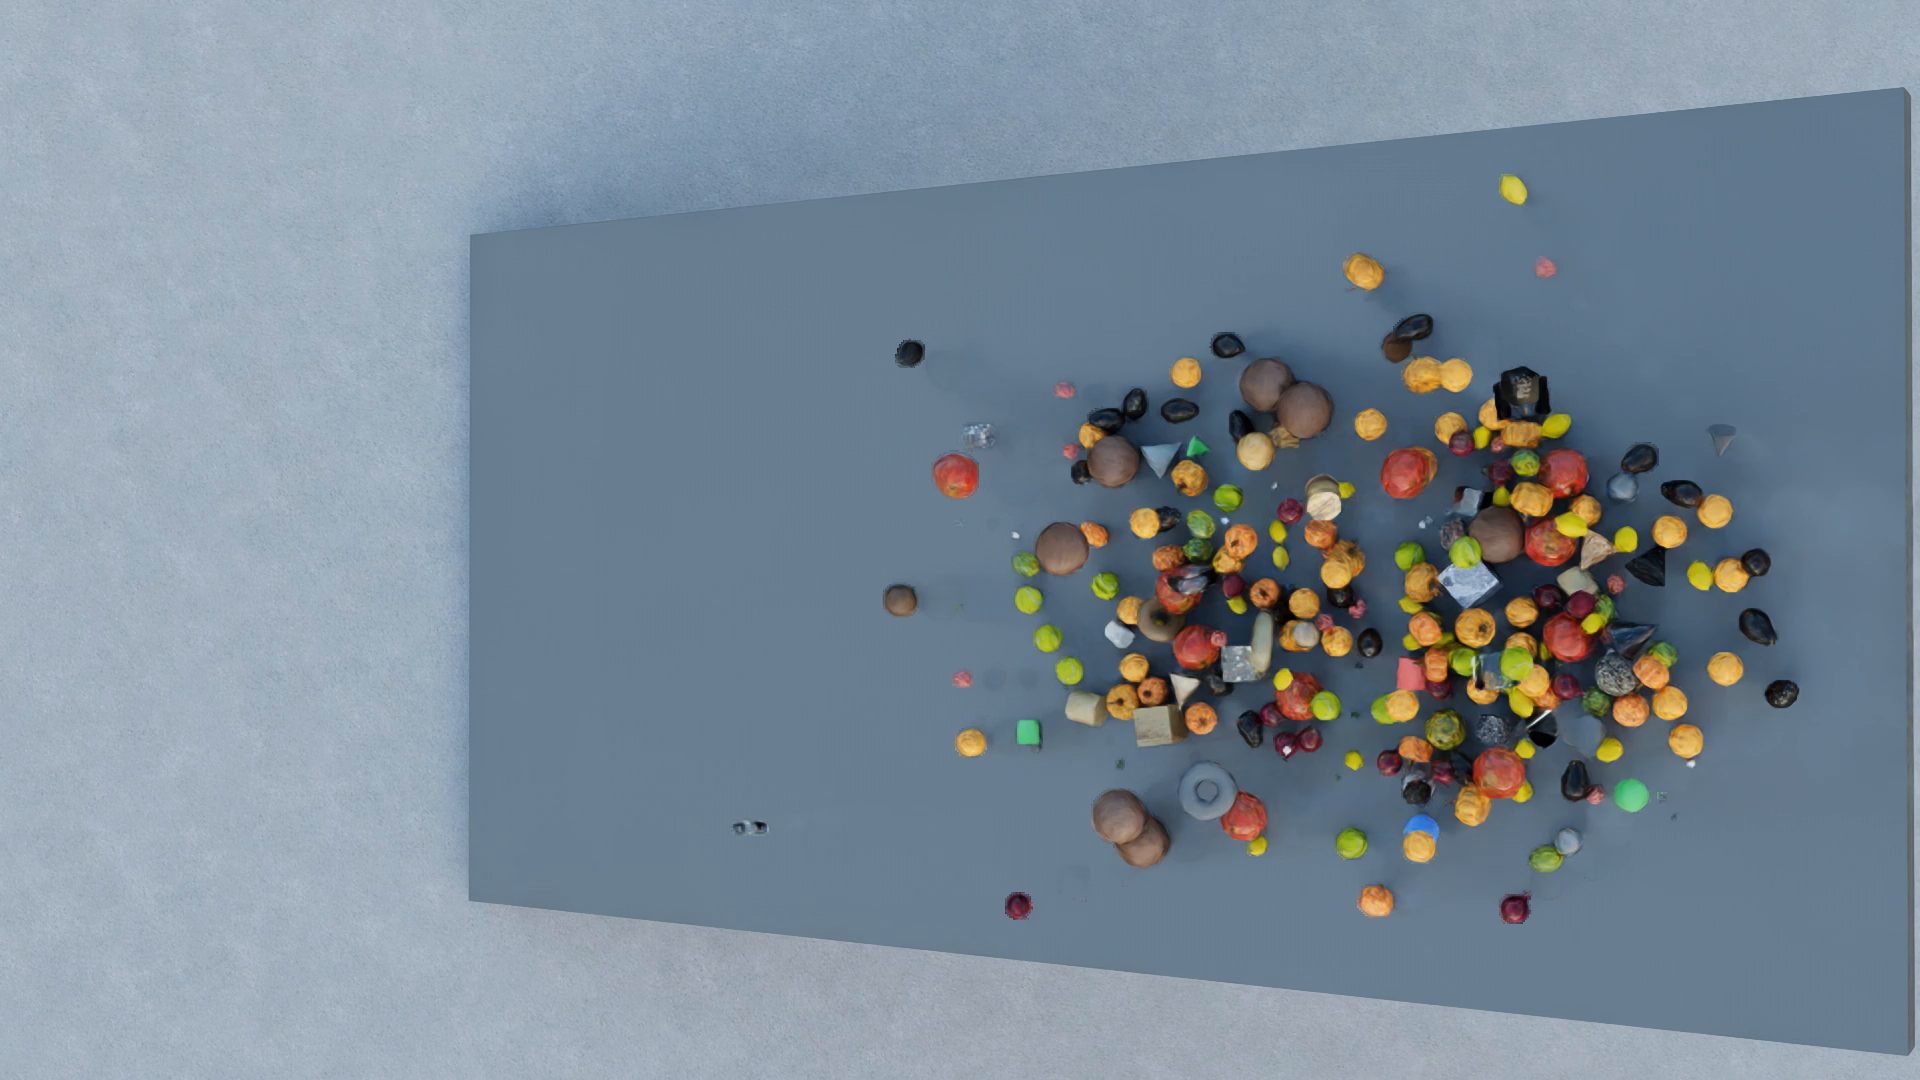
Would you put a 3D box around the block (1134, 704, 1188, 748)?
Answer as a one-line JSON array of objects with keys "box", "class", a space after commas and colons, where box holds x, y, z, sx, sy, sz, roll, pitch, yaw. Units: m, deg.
[{"box": [0.490, 0.452, 5.362, 0.092, 0.092, 0.092, -10, 84, 31], "class": "block"}]

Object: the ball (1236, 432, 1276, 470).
[{"box": [0.696, -0.209, 5.176, 0.091, 0.091, 0.091, 0, 89, 0], "class": "ball"}]

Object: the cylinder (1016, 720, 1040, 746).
[{"box": [0.173, 0.488, 5.570, 0.057, 0.057, 0.057, -3, 78, 0], "class": "cylinder"}]

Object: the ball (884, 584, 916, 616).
[{"box": [-0.156, 0.159, 5.758, 0.086, 0.086, 0.086, 0, 89, 0], "class": "ball"}]

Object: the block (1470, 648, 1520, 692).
[{"box": [1.180, 0.288, 4.850, 0.078, 0.078, 0.078, -8, 80, -2], "class": "block"}]

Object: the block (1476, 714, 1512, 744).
[{"box": [1.203, 0.425, 4.953, 0.058, 0.058, 0.058, 7, 93, 31], "class": "block"}]

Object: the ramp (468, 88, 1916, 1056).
[{"box": [0.265, 0.073, 5.613, 4.000, 0.100, 2.000, 0, 89, 31], "class": "ramp"}]

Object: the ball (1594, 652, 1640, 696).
[{"box": [1.424, 0.290, 4.768, 0.095, 0.095, 0.095, 0, 89, 0], "class": "ball"}]

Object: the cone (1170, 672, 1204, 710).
[{"box": [0.540, 0.371, 5.332, 0.087, 0.087, 0.087, 12, 93, 0], "class": "cone"}]

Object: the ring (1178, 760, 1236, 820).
[{"box": [0.574, 0.583, 5.115, 0.137, 0.046, 0.137, -2, 81, 10], "class": "ring"}]

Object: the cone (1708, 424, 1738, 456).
[{"box": [1.632, -0.207, 4.717, 0.063, 0.063, 0.063, -4, 118, 0], "class": "cone"}]

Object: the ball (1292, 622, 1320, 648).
[{"box": [0.801, 0.219, 5.082, 0.062, 0.062, 0.062, 0, 89, 0], "class": "ball"}]

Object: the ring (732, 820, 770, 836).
[{"box": [-0.566, 0.779, 5.951, 0.100, 0.100, 0.033, 0, 87, 0], "class": "ring"}]

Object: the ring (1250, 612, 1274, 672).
[{"box": [0.707, 0.239, 5.140, 0.047, 0.140, 0.140, 5, 89, 9], "class": "ring"}]

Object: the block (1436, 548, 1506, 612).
[{"box": [1.153, 0.091, 4.954, 0.098, 0.098, 0.098, -43, 71, 16], "class": "block"}]

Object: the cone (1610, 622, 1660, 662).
[{"box": [1.459, 0.200, 4.714, 0.092, 0.092, 0.092, -30, 89, 33], "class": "cone"}]

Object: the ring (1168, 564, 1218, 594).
[{"box": [0.553, 0.091, 5.225, 0.123, 0.123, 0.041, -13, 111, 0], "class": "ring"}]

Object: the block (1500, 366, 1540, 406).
[{"box": [1.214, -0.333, 4.766, 0.060, 0.060, 0.060, -16, 120, -15], "class": "block"}]

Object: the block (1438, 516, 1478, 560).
[{"box": [1.129, -0.005, 4.988, 0.058, 0.058, 0.058, -28, 132, 28], "class": "block"}]

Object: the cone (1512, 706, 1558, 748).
[{"box": [1.268, 0.425, 4.923, 0.095, 0.095, 0.095, 9, 72, -29], "class": "cone"}]

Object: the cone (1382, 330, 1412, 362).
[{"box": [0.997, -0.450, 5.075, 0.072, 0.072, 0.072, -1, 89, 29], "class": "cone"}]

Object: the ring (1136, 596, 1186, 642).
[{"box": [0.491, 0.192, 5.360, 0.125, 0.042, 0.125, 2, 59, -4], "class": "ring"}]

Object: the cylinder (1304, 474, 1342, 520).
[{"box": [0.836, -0.098, 5.062, 0.079, 0.079, 0.079, 2, 122, 3], "class": "cylinder"}]

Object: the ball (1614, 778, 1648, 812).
[{"box": [1.430, 0.544, 4.684, 0.070, 0.070, 0.070, 0, 89, 0], "class": "ball"}]

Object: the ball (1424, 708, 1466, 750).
[{"box": [1.103, 0.430, 4.992, 0.094, 0.094, 0.094, 0, 89, 0], "class": "ball"}]

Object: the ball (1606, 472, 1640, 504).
[{"box": [1.448, -0.114, 4.803, 0.070, 0.070, 0.070, 0, 89, 0], "class": "ball"}]

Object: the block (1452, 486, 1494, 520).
[{"box": [1.160, -0.085, 4.976, 0.061, 0.061, 0.061, 17, 99, 42], "class": "block"}]

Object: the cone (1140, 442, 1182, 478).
[{"box": [0.506, -0.215, 5.388, 0.092, 0.092, 0.092, -34, 90, -1], "class": "cone"}]

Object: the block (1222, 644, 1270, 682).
[{"box": [0.682, 0.293, 5.253, 0.084, 0.084, 0.084, -4, 88, 31], "class": "block"}]

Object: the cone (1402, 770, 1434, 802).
[{"box": [1.049, 0.555, 4.999, 0.072, 0.072, 0.072, 0, 77, 2], "class": "cone"}]

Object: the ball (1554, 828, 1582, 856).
[{"box": [1.344, 0.668, 4.859, 0.060, 0.060, 0.060, 0, 89, 0], "class": "ball"}]

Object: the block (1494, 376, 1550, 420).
[{"box": [1.249, -0.315, 4.889, 0.082, 0.082, 0.082, -9, 91, -34], "class": "block"}]

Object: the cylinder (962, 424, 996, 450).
[{"box": [0.048, -0.264, 5.606, 0.061, 0.061, 0.061, -2, 89, 39], "class": "cylinder"}]

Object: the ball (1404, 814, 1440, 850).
[{"box": [1.055, 0.667, 5.028, 0.079, 0.079, 0.079, 0, 89, 0], "class": "ball"}]

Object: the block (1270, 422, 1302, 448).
[{"box": [0.769, -0.247, 5.211, 0.051, 0.051, 0.051, 1, 104, -30], "class": "block"}]

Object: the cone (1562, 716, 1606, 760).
[{"box": [1.361, 0.448, 4.765, 0.093, 0.093, 0.093, 2, 127, 3], "class": "cone"}]

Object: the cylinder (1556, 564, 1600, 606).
[{"box": [1.365, 0.099, 4.851, 0.072, 0.072, 0.072, -26, 76, 0], "class": "cylinder"}]

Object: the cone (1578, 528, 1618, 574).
[{"box": [1.381, 0.036, 4.818, 0.089, 0.089, 0.089, 34, 91, 0], "class": "cone"}]

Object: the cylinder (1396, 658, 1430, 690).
[{"box": [1.039, 0.307, 5.046, 0.069, 0.069, 0.069, 4, 92, 0], "class": "cylinder"}]

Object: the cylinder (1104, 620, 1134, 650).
[{"box": [0.394, 0.233, 5.438, 0.053, 0.053, 0.053, -43, 53, 0], "class": "cylinder"}]
